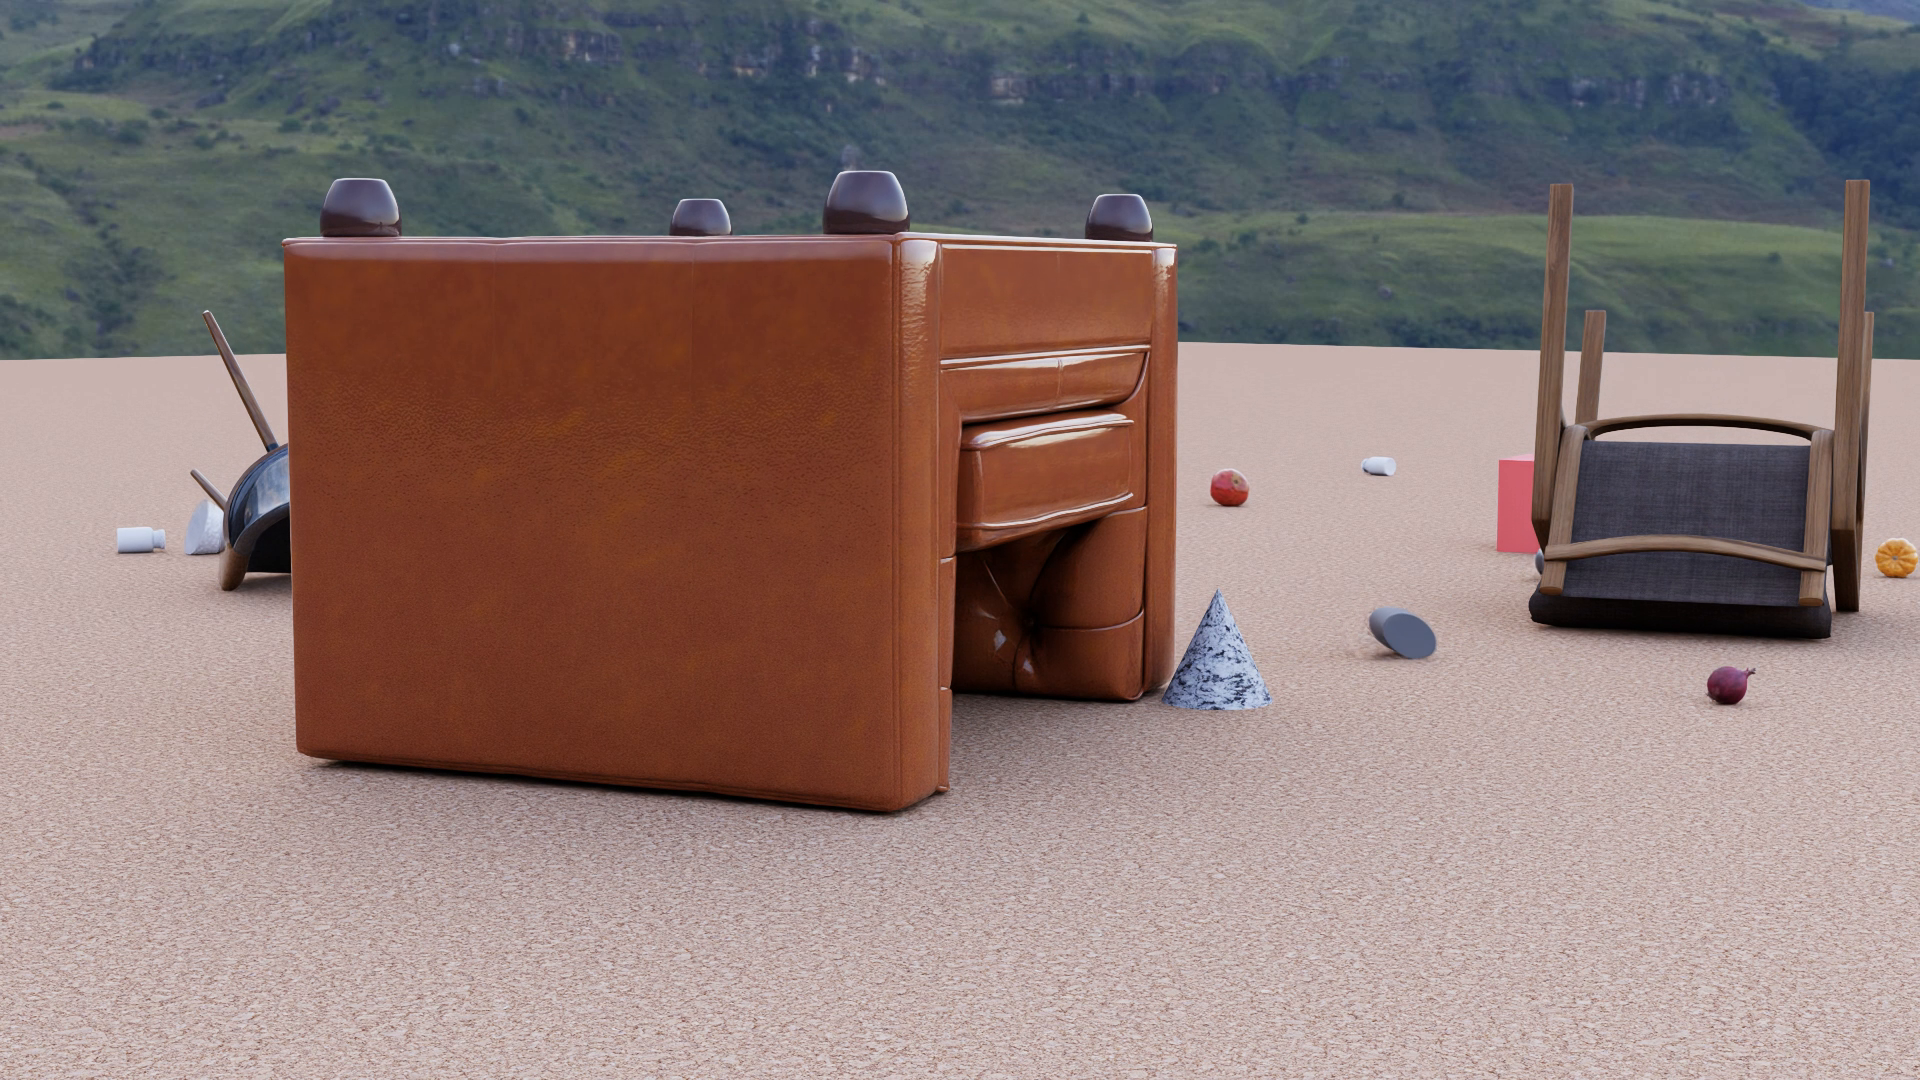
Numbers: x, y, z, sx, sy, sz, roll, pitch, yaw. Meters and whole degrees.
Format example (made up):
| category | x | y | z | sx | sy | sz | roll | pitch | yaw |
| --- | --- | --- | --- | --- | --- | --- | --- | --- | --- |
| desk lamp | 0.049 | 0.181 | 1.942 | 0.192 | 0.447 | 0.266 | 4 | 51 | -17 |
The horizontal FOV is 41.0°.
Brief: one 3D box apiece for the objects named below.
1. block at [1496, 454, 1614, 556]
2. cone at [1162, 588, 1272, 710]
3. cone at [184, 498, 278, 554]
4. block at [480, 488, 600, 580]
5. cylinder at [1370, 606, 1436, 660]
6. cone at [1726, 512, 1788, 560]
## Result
| category | x | y | z | sx | sy | sz | roll | pitch | yaw |
| --- | --- | --- | --- | --- | --- | --- | --- | --- | --- |
| block | 1.436 | -0.087 | 6.187 | 0.212 | 0.220 | 0.235 | 3 | 7 | 29 |
| cone | 0.400 | 0.161 | 3.981 | 0.171 | 0.178 | 0.180 | 3 | 7 | 26 |
| cone | -1.725 | -0.004 | 6.129 | 0.207 | 0.139 | 0.145 | 18 | -20 | -32 |
| block | -0.925 | -0.013 | 5.645 | 0.238 | 0.183 | 0.133 | -2 | 6 | -17 |
| cylinder | 0.769 | 0.161 | 4.461 | 0.102 | 0.069 | 0.093 | 31 | 2 | -8 |
| cone | 1.895 | 0.014 | 6.028 | 0.154 | 0.106 | 0.141 | 9 | 26 | -9 |
